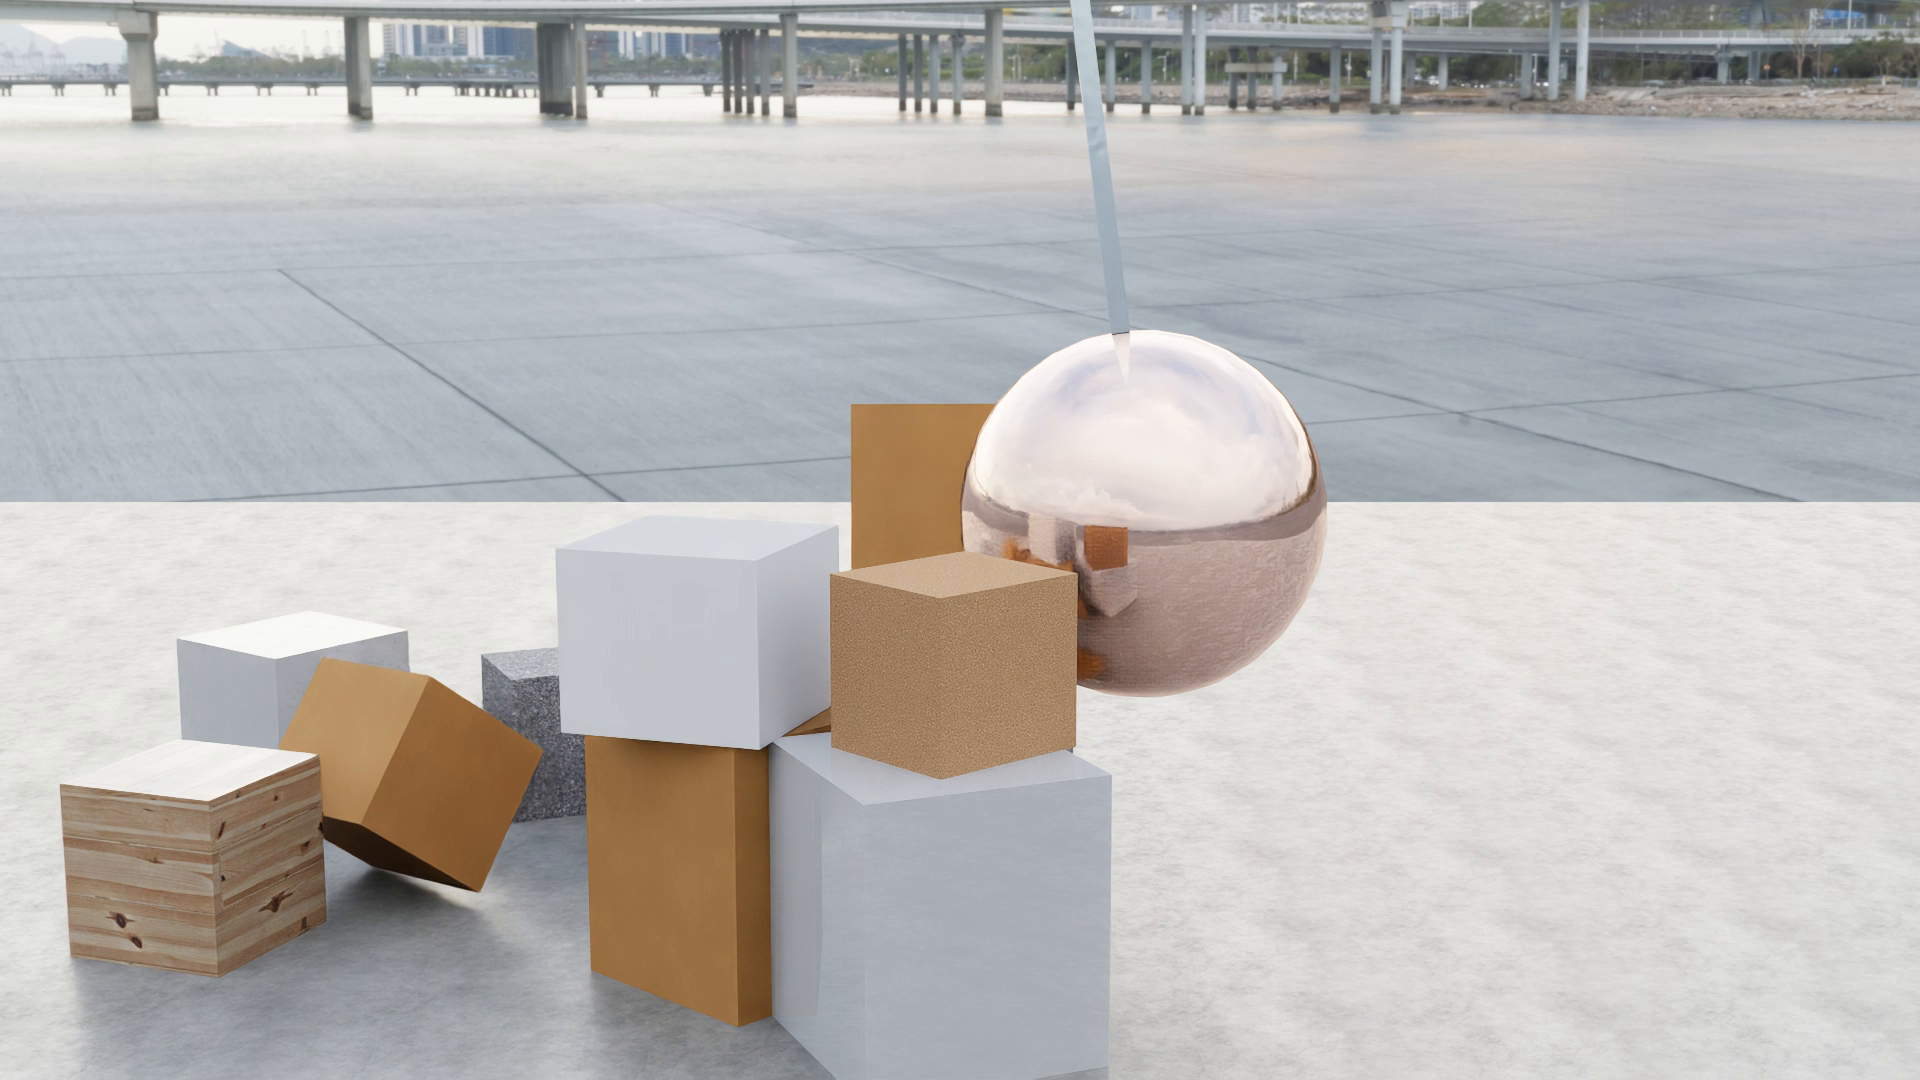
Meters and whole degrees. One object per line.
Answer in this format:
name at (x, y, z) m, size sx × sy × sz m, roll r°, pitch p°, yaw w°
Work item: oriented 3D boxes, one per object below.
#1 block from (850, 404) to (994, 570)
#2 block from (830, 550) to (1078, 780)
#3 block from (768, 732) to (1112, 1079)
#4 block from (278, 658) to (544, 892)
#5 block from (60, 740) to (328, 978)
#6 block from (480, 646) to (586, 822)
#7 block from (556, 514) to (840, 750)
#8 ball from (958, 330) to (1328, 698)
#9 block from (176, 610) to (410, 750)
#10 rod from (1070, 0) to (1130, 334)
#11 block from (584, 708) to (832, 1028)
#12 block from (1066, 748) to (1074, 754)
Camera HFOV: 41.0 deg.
block at (-0.022, -0.197, 12.954) m, size 0.783 × 0.966 × 0.891 m, roll 1°, pitch 2°, yaw 19°
block at (-0.023, 0.439, 9.323) m, size 0.666 × 0.646 × 0.600 m, roll -9°, pitch 14°, yaw -42°
block at (-0.087, 1.310, 9.345) m, size 0.938 × 1.078 × 0.957 m, roll -4°, pitch 11°, yaw -23°
block at (-2.427, 1.016, 11.132) m, size 0.728 × 0.683 × 0.747 m, roll 6°, pitch -25°, yaw 39°
block at (-3.119, 1.284, 10.486) m, size 0.711 × 0.722 × 0.740 m, roll 4°, pitch 11°, yaw 20°
block at (-1.916, 0.926, 12.523) m, size 0.687 × 0.697 × 0.600 m, roll -5°, pitch 11°, yaw -23°
block at (-0.982, 0.330, 9.779) m, size 0.807 × 0.700 × 0.801 m, roll 3°, pitch 11°, yaw 19°
ball at (0.794, -0.113, 11.160) m, size 1.600 × 1.600 × 1.600 m, roll 0°, pitch 10°, yaw 0°
block at (-3.323, 0.838, 12.847) m, size 0.769 × 0.754 × 0.820 m, roll 8°, pitch 13°, yaw 37°
rod at (0.344, -3.429, 10.557) m, size 0.080 × 5.200 × 0.080 m, roll -7°, pitch 10°, yaw 1°
block at (-0.817, 1.174, 10.110) m, size 0.890 × 1.074 × 0.942 m, roll 10°, pitch 14°, yaw 43°
block at (-0.005, 0.856, 12.221) m, size 1.050 × 0.942 × 1.070 m, roll 0°, pitch 10°, yaw 0°
